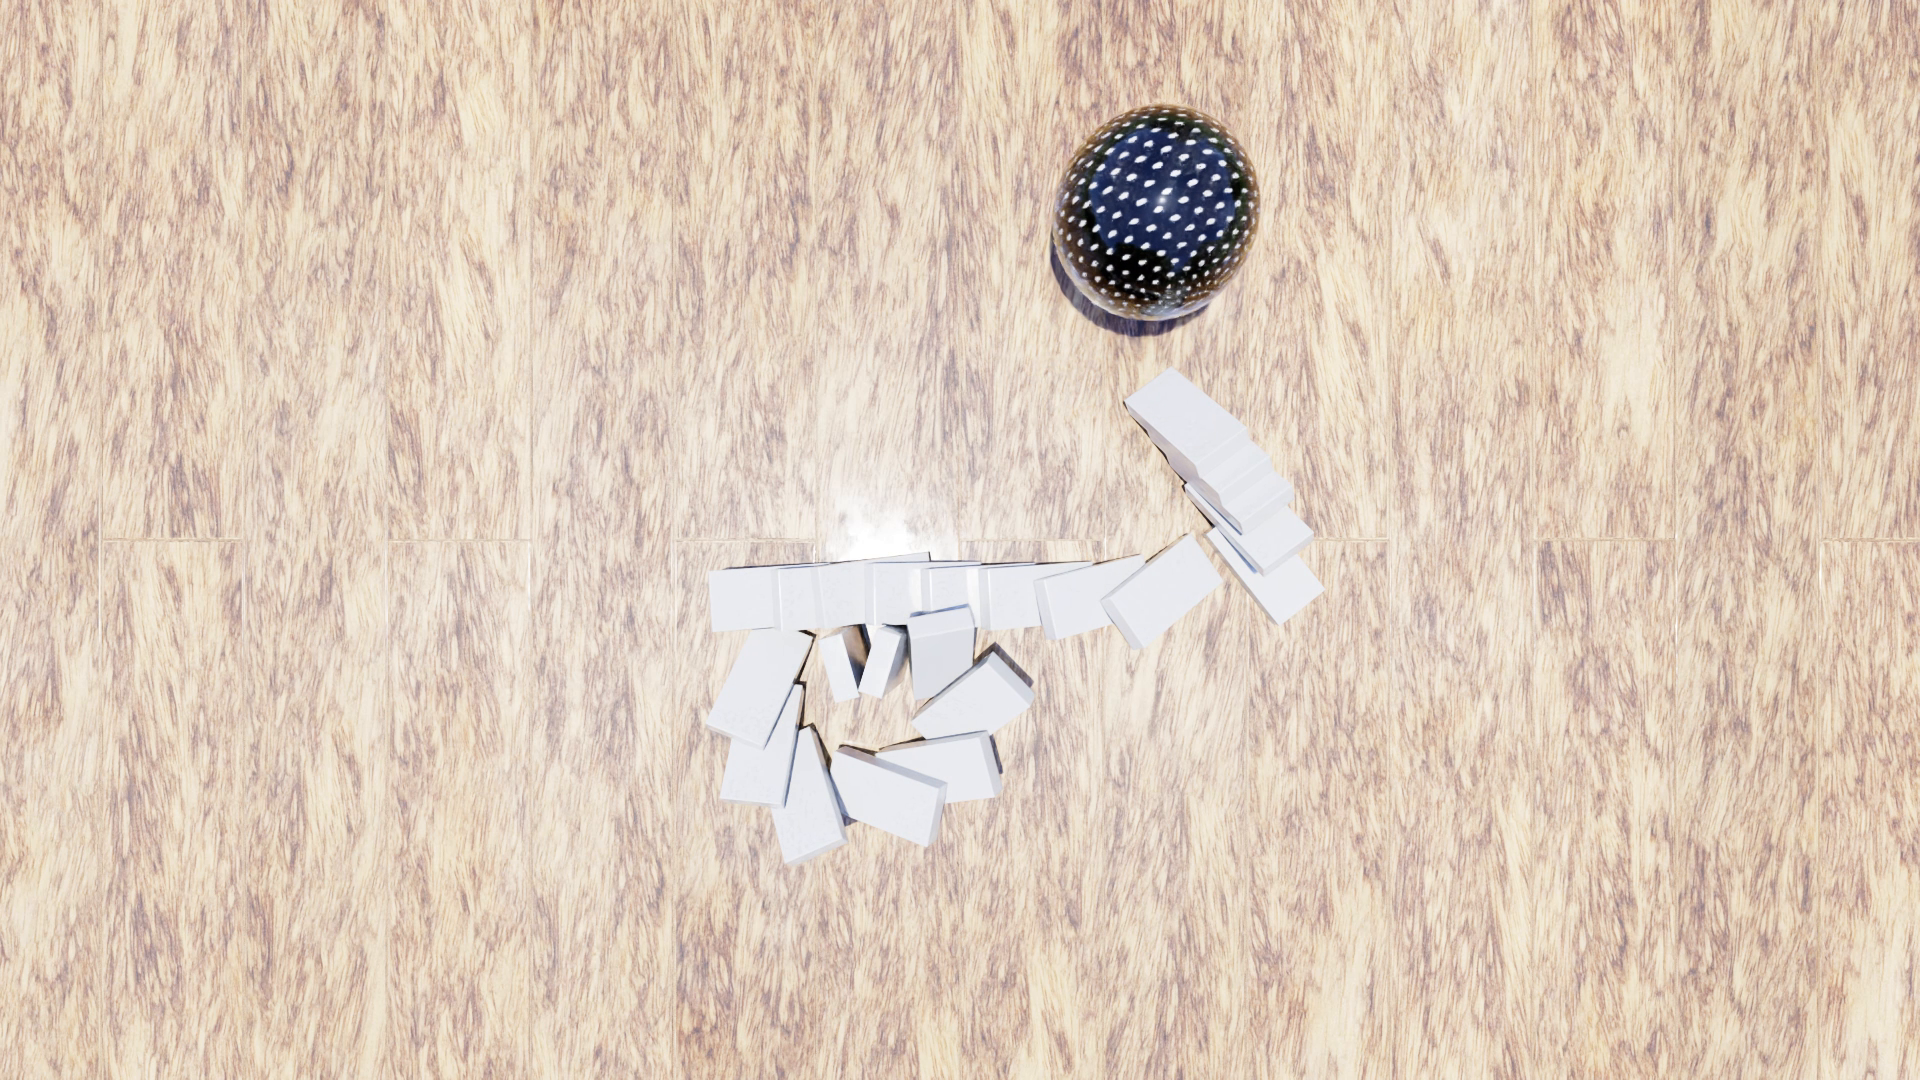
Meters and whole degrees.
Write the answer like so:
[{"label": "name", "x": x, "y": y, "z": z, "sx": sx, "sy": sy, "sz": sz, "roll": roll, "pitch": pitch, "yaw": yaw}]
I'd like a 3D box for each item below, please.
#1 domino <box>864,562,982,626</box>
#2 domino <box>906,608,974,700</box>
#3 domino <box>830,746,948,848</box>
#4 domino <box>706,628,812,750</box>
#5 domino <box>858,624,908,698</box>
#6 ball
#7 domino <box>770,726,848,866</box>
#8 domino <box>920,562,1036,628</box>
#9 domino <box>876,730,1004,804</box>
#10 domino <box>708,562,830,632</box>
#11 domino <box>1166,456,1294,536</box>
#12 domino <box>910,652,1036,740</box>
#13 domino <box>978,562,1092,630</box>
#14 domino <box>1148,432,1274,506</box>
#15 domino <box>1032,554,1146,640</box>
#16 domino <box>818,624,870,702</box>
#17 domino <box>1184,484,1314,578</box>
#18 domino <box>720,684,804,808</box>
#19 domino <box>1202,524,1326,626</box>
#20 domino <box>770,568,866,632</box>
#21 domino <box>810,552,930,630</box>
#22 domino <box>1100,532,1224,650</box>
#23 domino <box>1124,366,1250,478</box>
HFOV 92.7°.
[{"label": "domino", "x": -0.015, "y": 0.022, "z": 0.383, "sx": 0.050, "sy": 0.010, "sz": 0.025, "roll": 0, "pitch": 89, "yaw": -30}, {"label": "domino", "x": -0.008, "y": 0.047, "z": 0.376, "sx": 0.025, "sy": 0.050, "sz": 0.009, "roll": -9, "pitch": 53, "yaw": -8}, {"label": "domino", "x": -0.032, "y": 0.107, "z": 0.385, "sx": 0.050, "sy": 0.010, "sz": 0.025, "roll": 14, "pitch": 97, "yaw": 23}, {"label": "domino", "x": -0.084, "y": 0.060, "z": 0.385, "sx": 0.025, "sy": 0.010, "sz": 0.050, "roll": 22, "pitch": 64, "yaw": 0}, {"label": "domino", "x": -0.028, "y": 0.048, "z": 0.375, "sx": 0.009, "sy": 0.050, "sz": 0.025, "roll": 17, "pitch": 90, "yaw": 6}, {"label": "ball", "x": 0.076, "y": -0.127, "z": 0.360, "sx": 0.080, "sy": 0.080, "sz": 0.080, "roll": 0, "pitch": 90, "yaw": 0}, {"label": "domino", "x": -0.066, "y": 0.107, "z": 0.383, "sx": 0.025, "sy": 0.009, "sz": 0.050, "roll": -24, "pitch": 59, "yaw": 0}, {"label": "domino", "x": 0.009, "y": 0.023, "z": 0.384, "sx": 0.050, "sy": 0.010, "sz": 0.025, "roll": -3, "pitch": 90, "yaw": -27}, {"label": "domino", "x": -0.009, "y": 0.097, "z": 0.385, "sx": 0.050, "sy": 0.010, "sz": 0.025, "roll": -15, "pitch": 90, "yaw": 26}, {"label": "domino", "x": -0.080, "y": 0.024, "z": 0.387, "sx": 0.050, "sy": 0.010, "sz": 0.025, "roll": -4, "pitch": 84, "yaw": -18}, {"label": "domino", "x": 0.111, "y": -0.027, "z": 0.380, "sx": 0.025, "sy": 0.010, "sz": 0.050, "roll": -36, "pitch": 49, "yaw": 0}, {"label": "domino", "x": 0.005, "y": 0.070, "z": 0.382, "sx": 0.025, "sy": 0.010, "sz": 0.050, "roll": 45, "pitch": 121, "yaw": -4}, {"label": "domino", "x": 0.033, "y": 0.023, "z": 0.385, "sx": 0.050, "sy": 0.010, "sz": 0.025, "roll": -3, "pitch": 90, "yaw": -25}, {"label": "domino", "x": 0.103, "y": -0.038, "z": 0.380, "sx": 0.025, "sy": 0.009, "sz": 0.050, "roll": -36, "pitch": 49, "yaw": 0}, {"label": "domino", "x": 0.057, "y": 0.024, "z": 0.385, "sx": 0.050, "sy": 0.010, "sz": 0.025, "roll": -13, "pitch": 90, "yaw": -25}, {"label": "domino", "x": -0.046, "y": 0.049, "z": 0.375, "sx": 0.010, "sy": 0.050, "sz": 0.025, "roll": -16, "pitch": 90, "yaw": 2}, {"label": "domino", "x": 0.120, "y": -0.011, "z": 0.384, "sx": 0.025, "sy": 0.009, "sz": 0.050, "roll": -36, "pitch": 60, "yaw": 0}, {"label": "domino", "x": -0.082, "y": 0.085, "z": 0.384, "sx": 0.025, "sy": 0.010, "sz": 0.050, "roll": 6, "pitch": 63, "yaw": 0}, {"label": "domino", "x": 0.131, "y": 0.009, "z": 0.395, "sx": 0.025, "sy": 0.009, "sz": 0.050, "roll": -38, "pitch": 90, "yaw": 0}, {"label": "domino", "x": -0.053, "y": 0.023, "z": 0.384, "sx": 0.050, "sy": 0.010, "sz": 0.025, "roll": -3, "pitch": 90, "yaw": -30}, {"label": "domino", "x": -0.036, "y": 0.020, "z": 0.382, "sx": 0.050, "sy": 0.010, "sz": 0.025, "roll": -8, "pitch": 92, "yaw": -30}, {"label": "domino", "x": 0.085, "y": 0.021, "z": 0.386, "sx": 0.050, "sy": 0.009, "sz": 0.025, "roll": -35, "pitch": 91, "yaw": -23}, {"label": "domino", "x": 0.093, "y": -0.050, "z": 0.380, "sx": 0.025, "sy": 0.009, "sz": 0.050, "roll": -36, "pitch": 49, "yaw": 0}]
